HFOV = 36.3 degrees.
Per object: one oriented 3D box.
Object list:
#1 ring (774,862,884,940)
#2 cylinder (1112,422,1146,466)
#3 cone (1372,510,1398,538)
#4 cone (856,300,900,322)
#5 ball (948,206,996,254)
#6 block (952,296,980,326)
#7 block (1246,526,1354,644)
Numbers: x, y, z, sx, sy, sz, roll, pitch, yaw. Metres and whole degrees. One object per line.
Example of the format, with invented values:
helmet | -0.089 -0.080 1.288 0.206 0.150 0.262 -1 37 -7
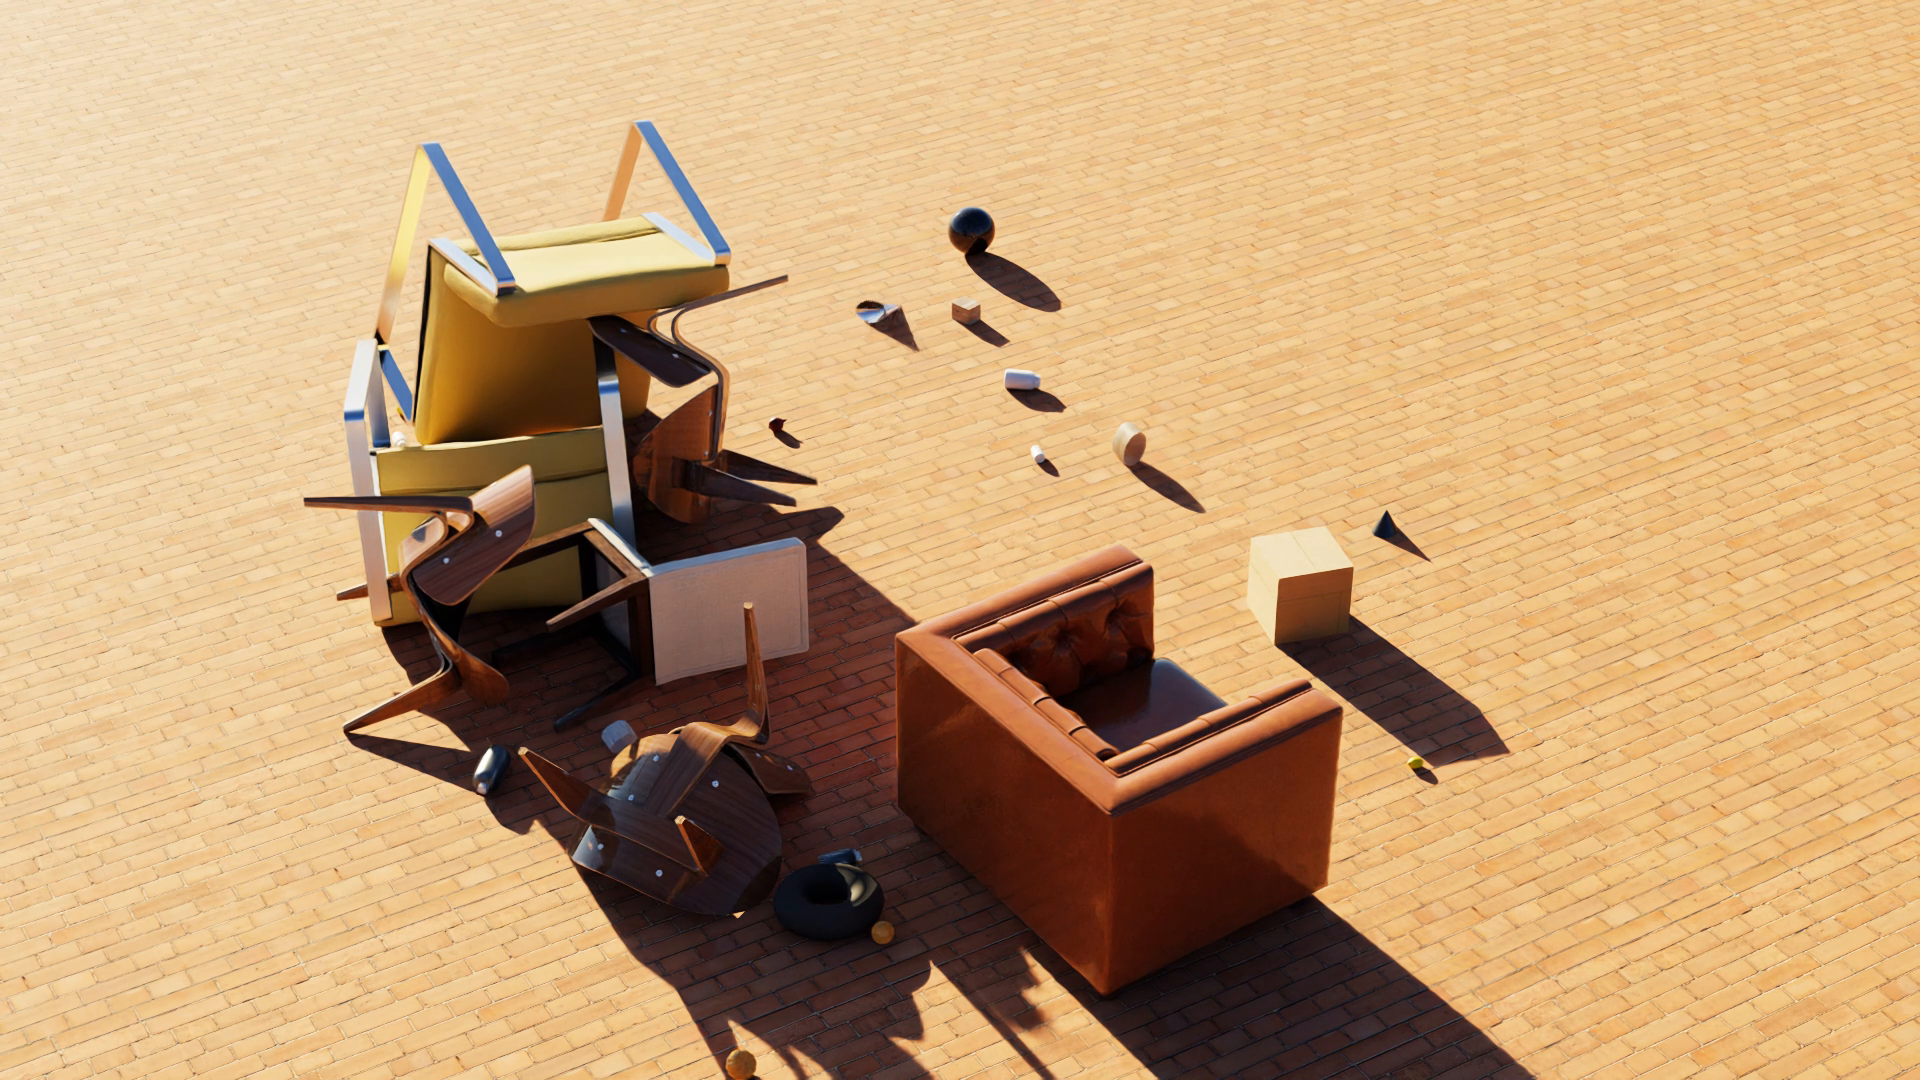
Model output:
ring | -0.408 1.126 9.135 0.347 0.114 0.301 -1 34 0
cylinder | 0.657 -0.374 11.382 0.092 0.147 0.094 3 28 -31
cone | 1.594 -0.076 10.976 0.094 0.093 0.120 20 38 27
cone | -0.311 -0.977 12.382 0.174 0.092 0.191 7 15 41
ball | 0.050 -1.352 12.804 0.212 0.212 0.212 0 33 0
block | 0.026 -0.964 12.338 0.097 0.076 0.074 27 42 34
block | 1.209 0.161 10.443 0.283 0.283 0.270 -9 34 -13
